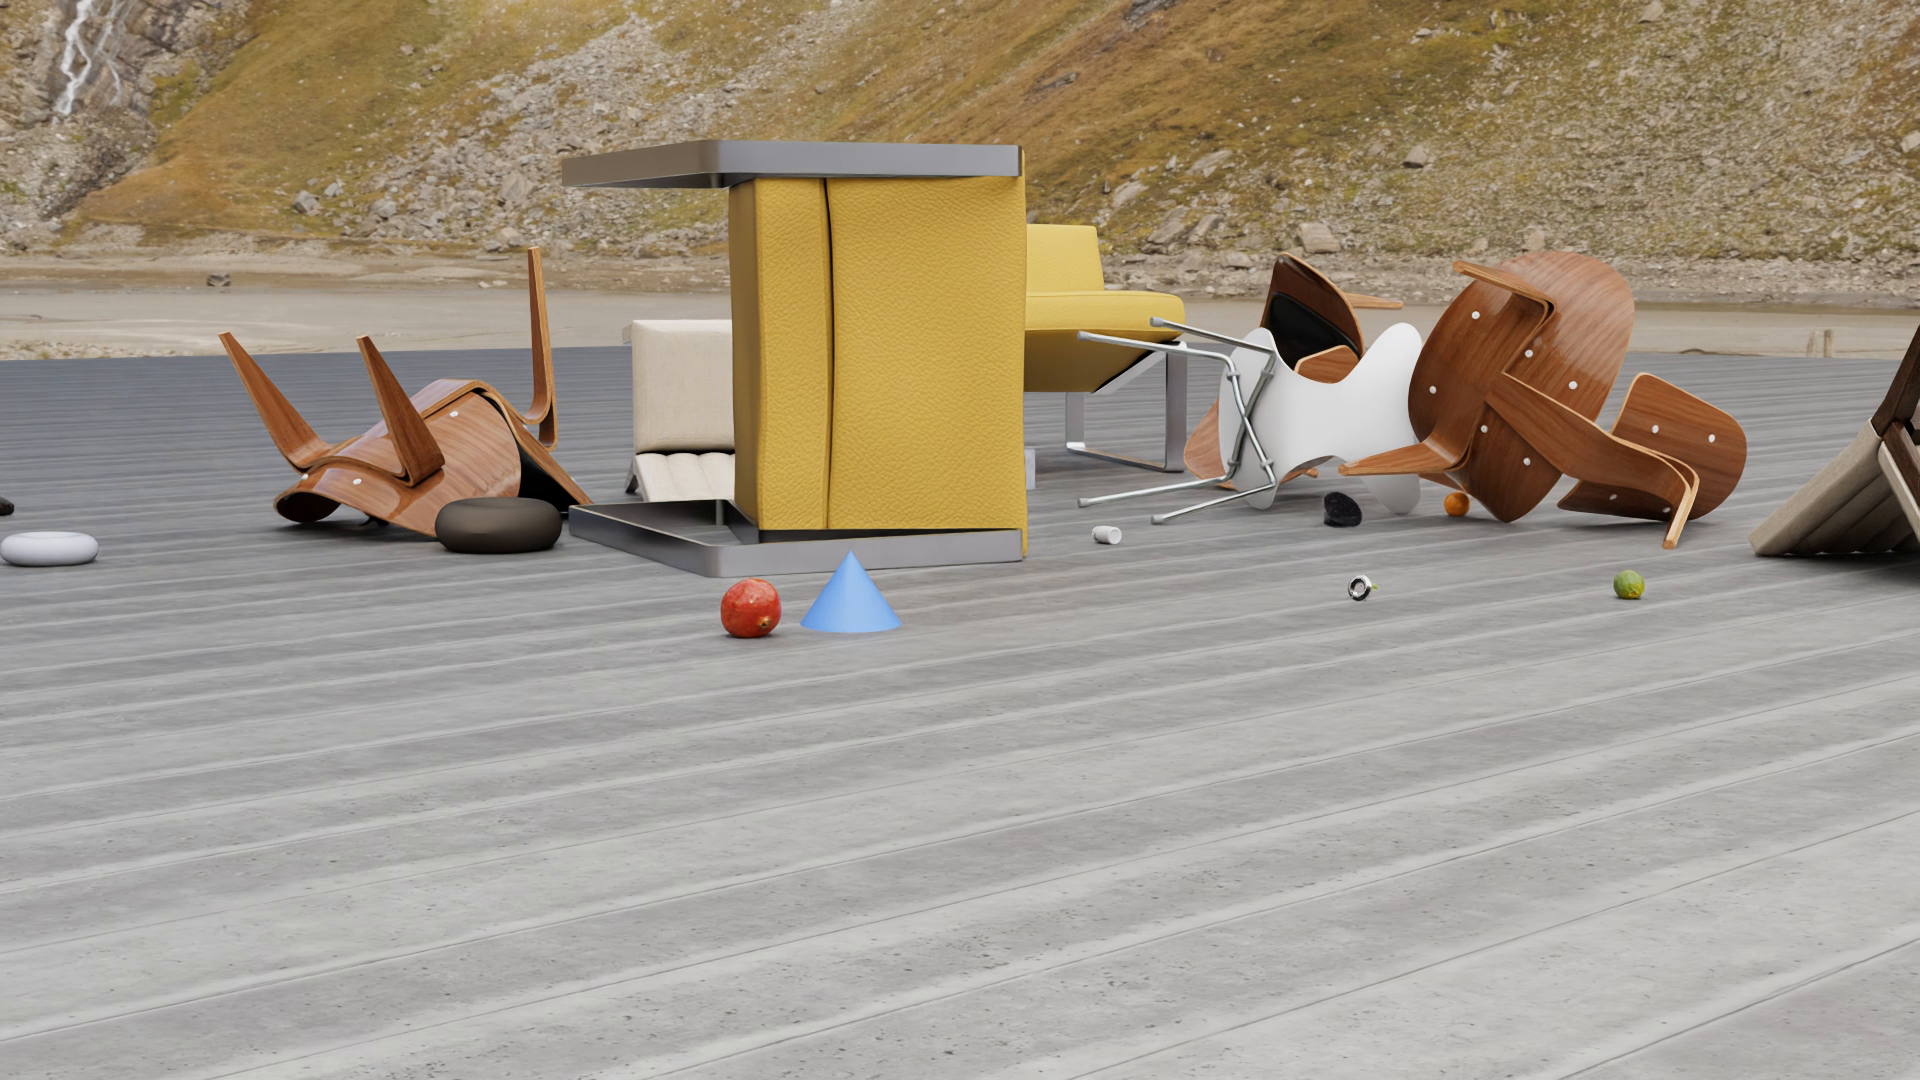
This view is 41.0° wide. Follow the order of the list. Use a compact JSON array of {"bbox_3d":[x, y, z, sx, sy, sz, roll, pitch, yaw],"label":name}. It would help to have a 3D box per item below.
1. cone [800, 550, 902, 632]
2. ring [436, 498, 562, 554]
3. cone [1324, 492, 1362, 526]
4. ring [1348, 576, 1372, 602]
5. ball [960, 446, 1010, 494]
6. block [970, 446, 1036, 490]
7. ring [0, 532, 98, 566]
[{"bbox_3d":[-0.208,0.089,4.869,0.193,0.140,0.257,-1,6,-5],"label":"cone"},{"bbox_3d":[-1.117,-0.036,6.217,0.301,0.114,0.347,2,7,6],"label":"ring"},{"bbox_3d":[0.989,-0.062,6.799,0.120,0.094,0.093,25,-33,-16],"label":"cone"},{"bbox_3d":[0.812,0.098,5.207,0.049,0.055,0.039,19,-2,20],"label":"ring"},{"bbox_3d":[0.075,-0.211,7.741,0.149,0.149,0.149,0,6,0],"label":"ball"},{"bbox_3d":[0.131,-0.226,8.019,0.195,0.121,0.170,0,6,-3],"label":"block"},{"bbox_3d":[-2.094,0.020,5.898,0.217,0.066,0.217,5,7,30],"label":"ring"}]
